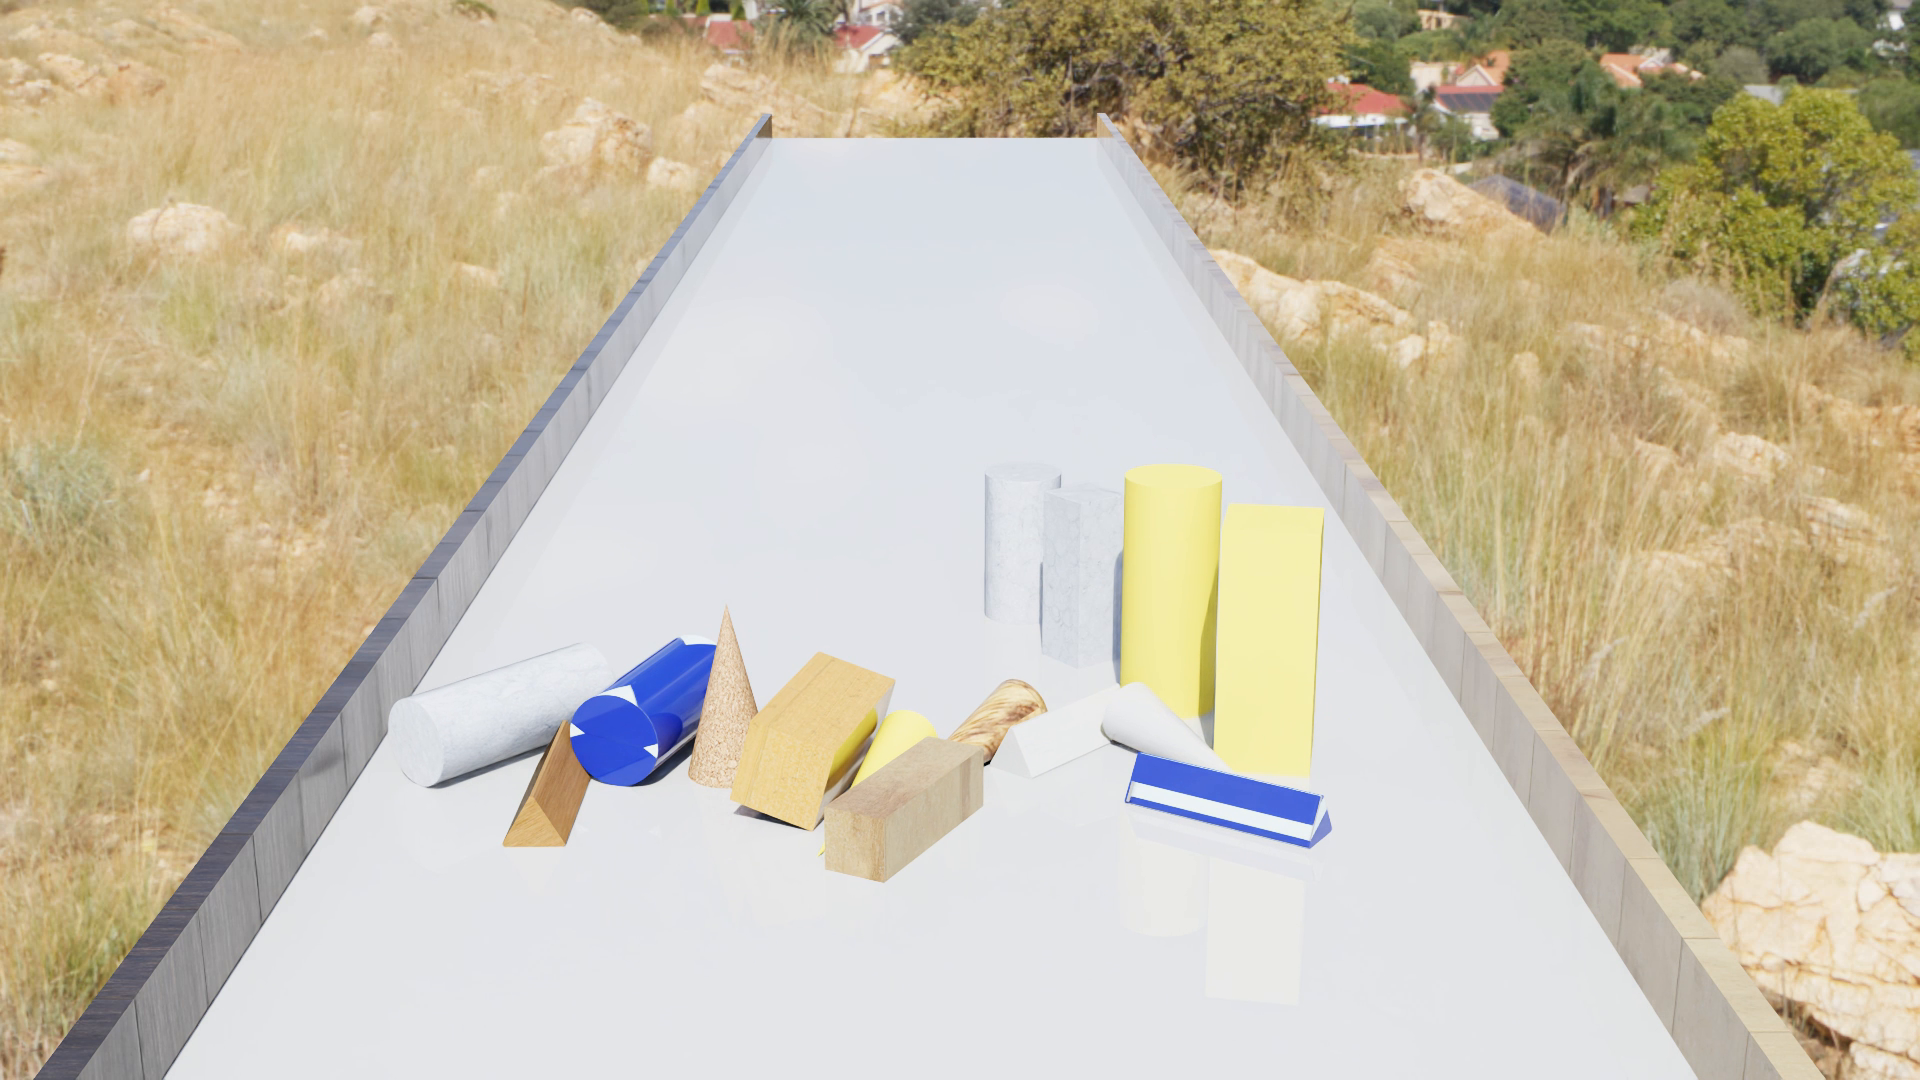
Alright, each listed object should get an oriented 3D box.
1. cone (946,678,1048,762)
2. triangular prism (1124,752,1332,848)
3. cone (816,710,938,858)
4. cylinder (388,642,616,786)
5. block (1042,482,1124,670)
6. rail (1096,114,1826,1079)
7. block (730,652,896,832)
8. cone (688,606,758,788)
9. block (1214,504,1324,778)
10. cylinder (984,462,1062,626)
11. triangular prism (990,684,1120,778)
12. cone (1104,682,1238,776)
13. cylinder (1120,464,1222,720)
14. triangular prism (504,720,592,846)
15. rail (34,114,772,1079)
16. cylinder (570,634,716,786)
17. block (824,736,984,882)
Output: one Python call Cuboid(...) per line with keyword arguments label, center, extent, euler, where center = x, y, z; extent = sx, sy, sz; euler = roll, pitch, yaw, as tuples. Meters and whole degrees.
Cuboid(label="cone", center=(-0.018, 0.384, 3.831), extent=(0.120, 0.120, 0.432), euler=(12, 28, 35))
Cuboid(label="triangular prism", center=(0.446, 0.424, 3.660), extent=(0.341, 0.076, 0.088), euler=(11, 19, 32))
Cuboid(label="cone", center=(-0.160, 0.428, 3.690), extent=(0.110, 0.110, 0.412), euler=(6, 25, 19))
Cuboid(label="cylinder", center=(-0.809, 0.307, 3.919), extent=(0.158, 0.158, 0.386), euler=(14, 22, 39))
Cuboid(label="block", center=(0.246, 0.071, 4.391), extent=(0.114, 0.341, 0.114), euler=(-12, 20, -35))
Cuboid(label="rail", center=(0.932, -0.844, 7.801), extent=(0.050, 0.150, 12.000), euler=(0, 17, -1))
Cuboid(label="block", center=(-0.247, 0.338, 3.764), extent=(0.150, 0.150, 0.352), euler=(20, 20, 9))
Cuboid(label="cone", center=(-0.401, 0.257, 3.816), extent=(0.152, 0.312, 0.152), euler=(0, 17, 0))
Cuboid(label="block", center=(0.543, 0.175, 3.864), extent=(0.167, 0.442, 0.167), euler=(3, 17, 11))
Cuboid(label="cylinder", center=(0.132, 0.007, 4.656), extent=(0.160, 0.312, 0.160), euler=(0, 17, 0))
Cuboid(label="triangular prism", center=(0.189, 0.335, 3.949), extent=(0.095, 0.083, 0.301), euler=(14, 22, 40))
Cuboid(label="cone", center=(0.414, 0.380, 3.846), extent=(0.117, 0.117, 0.374), euler=(-12, 29, -35))
Cuboid(label="cylinder", center=(0.394, 0.096, 4.122), extent=(0.180, 0.446, 0.180), euler=(0, 17, 0))
Cuboid(label="triangular prism", center=(-0.691, 0.405, 3.706), extent=(0.099, 0.086, 0.338), euler=(0, 17, -1))
Cuboid(label="rail", center=(-1.118, -0.838, 7.780), extent=(0.050, 0.150, 12.000), euler=(0, 17, -1))
Cuboid(label="cylinder", center=(-0.542, 0.300, 3.926), extent=(0.167, 0.167, 0.332), euler=(5, 17, 18))
Cuboid(label="block", center=(-0.087, 0.434, 3.580), extent=(0.107, 0.107, 0.339), euler=(9, 19, 27))
